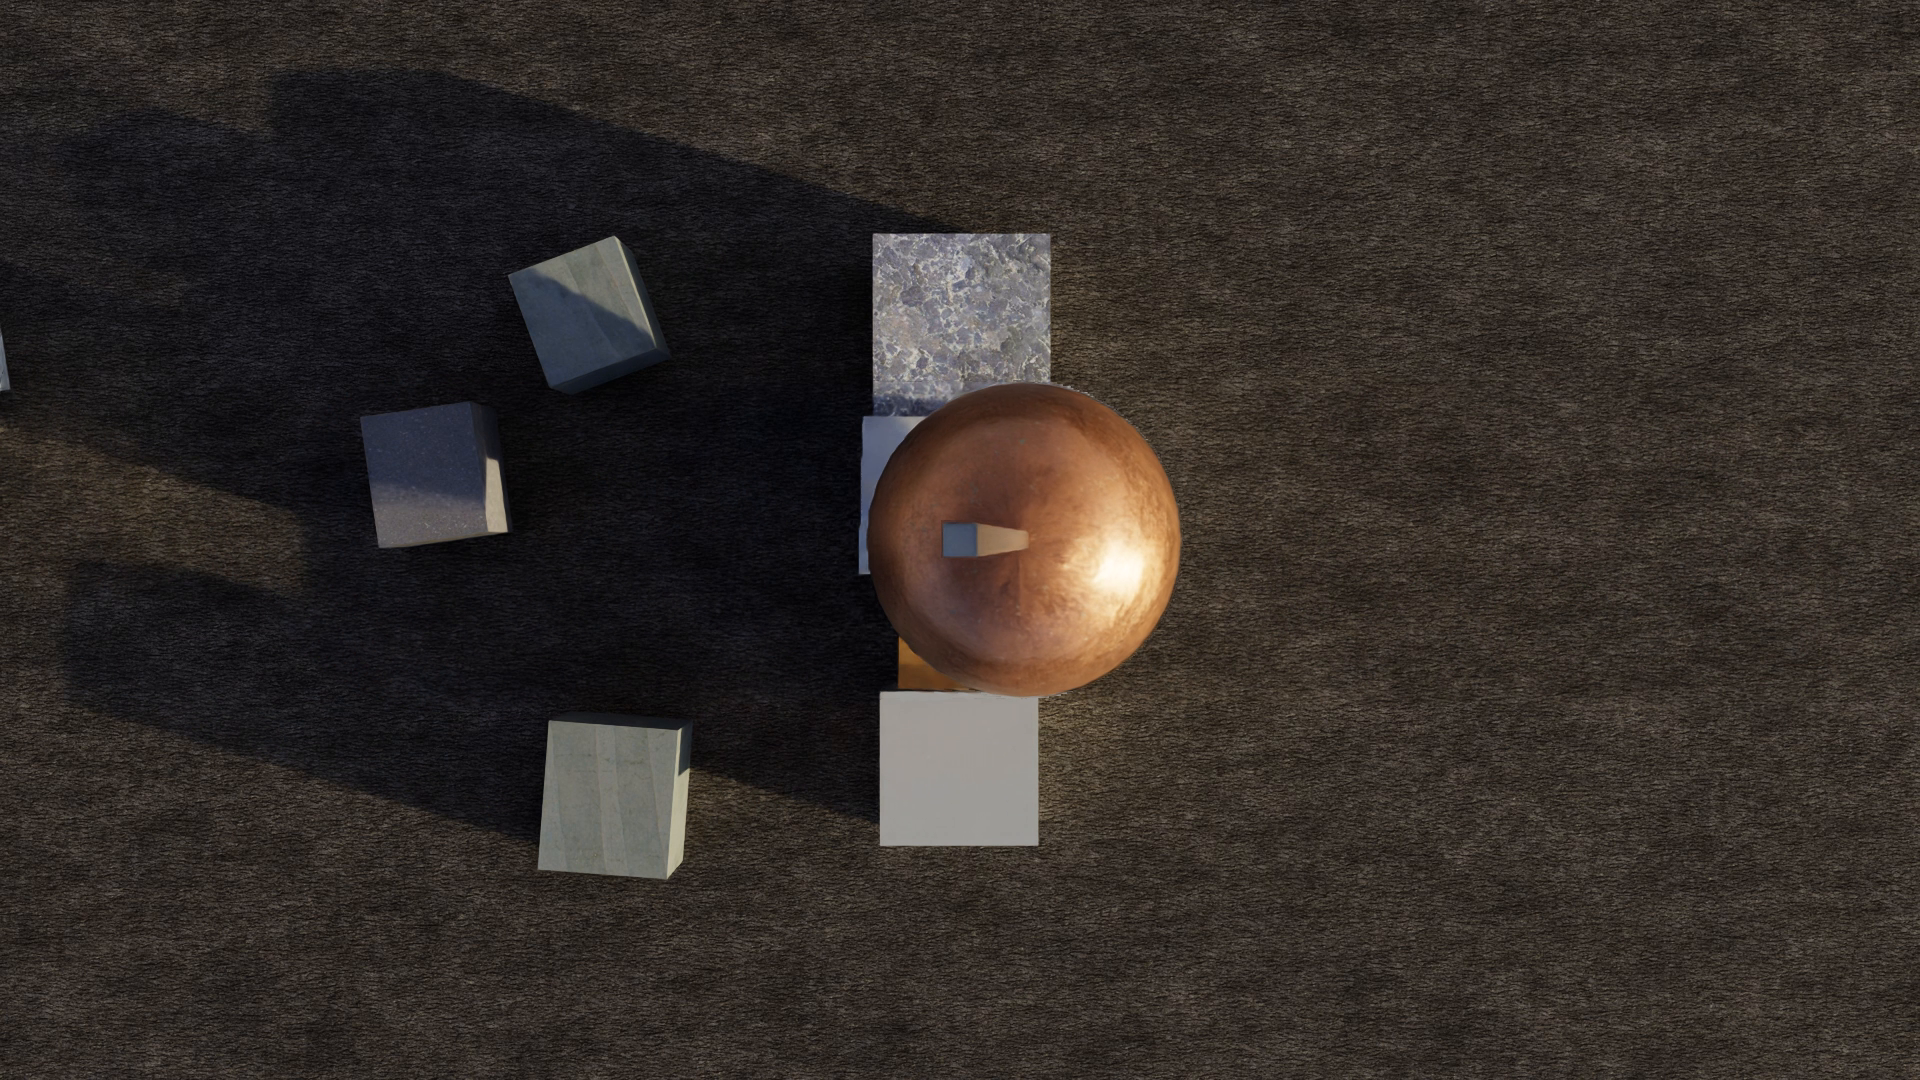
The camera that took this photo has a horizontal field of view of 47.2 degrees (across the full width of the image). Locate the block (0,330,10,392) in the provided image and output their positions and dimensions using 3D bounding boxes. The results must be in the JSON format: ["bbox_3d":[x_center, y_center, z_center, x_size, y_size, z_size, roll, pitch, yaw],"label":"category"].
[{"bbox_3d":[-5.952,-1.158,12.672,0.585,0.656,0.638,-9,90,0],"label":"block"}]

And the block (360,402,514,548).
[{"bbox_3d":[-2.999,-0.367,12.654,0.619,0.693,0.738,-8,90,0],"label":"block"}]

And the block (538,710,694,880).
[{"bbox_3d":[-1.969,1.453,12.649,0.724,0.702,0.835,4,90,0],"label":"block"}]

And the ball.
[{"bbox_3d":[0.322,0.000,11.168,1.600,1.600,1.600,0,90,0],"label":"ball"}]

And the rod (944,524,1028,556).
[{"bbox_3d":[0.140,0.000,7.773,0.080,5.200,0.080,0,90,3],"label":"rod"}]

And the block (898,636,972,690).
[{"bbox_3d":[0.000,0.523,12.646,0.687,0.708,0.627,0,90,0],"label":"block"}]

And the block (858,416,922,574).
[{"bbox_3d":[-0.120,-0.236,12.519,0.850,0.962,0.866,2,90,0],"label":"block"}]

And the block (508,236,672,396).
[{"bbox_3d":[-2.119,-1.280,12.660,0.636,0.679,0.672,-20,90,0],"label":"block"}]

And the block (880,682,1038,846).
[{"bbox_3d":[-0.005,1.266,12.590,0.876,0.820,0.854,0,90,0],"label":"block"}]

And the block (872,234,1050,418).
[{"bbox_3d":[0.009,-1.188,12.572,0.981,0.856,1.007,0,90,0],"label":"block"}]
